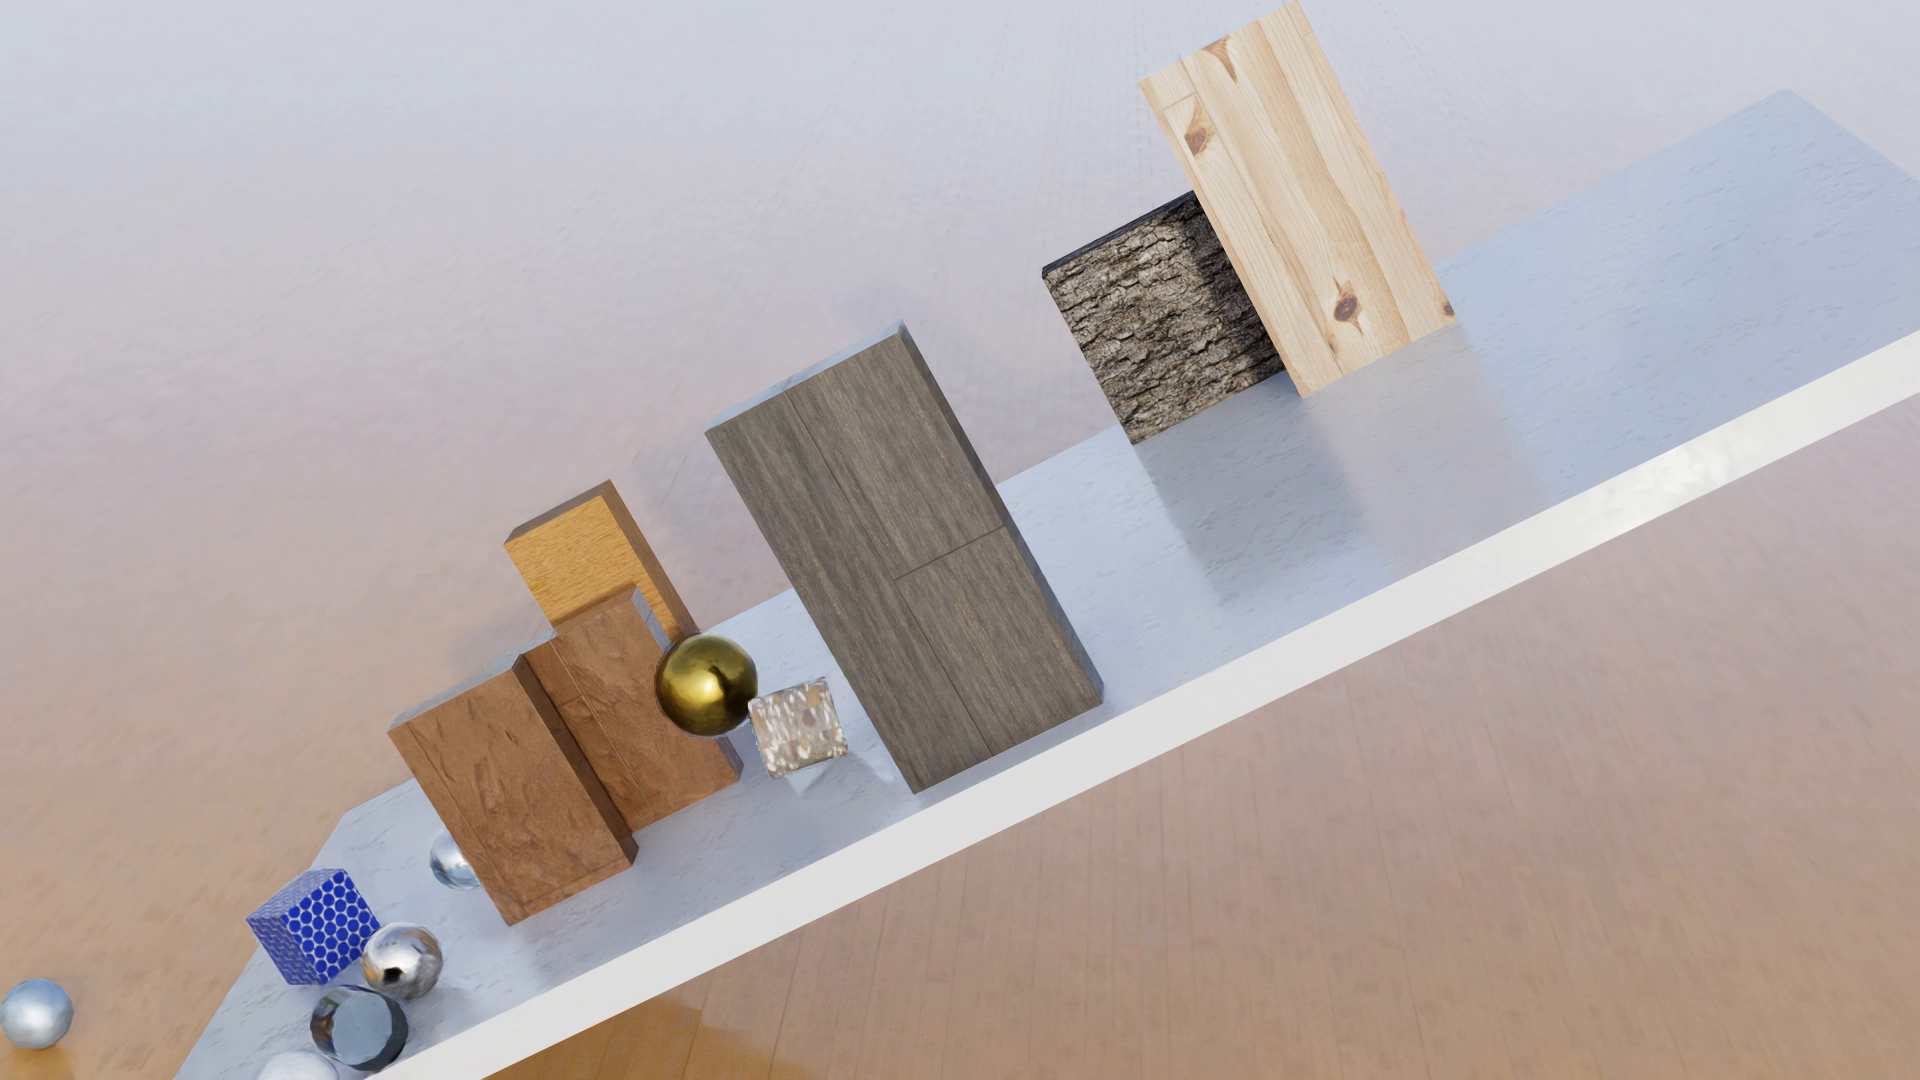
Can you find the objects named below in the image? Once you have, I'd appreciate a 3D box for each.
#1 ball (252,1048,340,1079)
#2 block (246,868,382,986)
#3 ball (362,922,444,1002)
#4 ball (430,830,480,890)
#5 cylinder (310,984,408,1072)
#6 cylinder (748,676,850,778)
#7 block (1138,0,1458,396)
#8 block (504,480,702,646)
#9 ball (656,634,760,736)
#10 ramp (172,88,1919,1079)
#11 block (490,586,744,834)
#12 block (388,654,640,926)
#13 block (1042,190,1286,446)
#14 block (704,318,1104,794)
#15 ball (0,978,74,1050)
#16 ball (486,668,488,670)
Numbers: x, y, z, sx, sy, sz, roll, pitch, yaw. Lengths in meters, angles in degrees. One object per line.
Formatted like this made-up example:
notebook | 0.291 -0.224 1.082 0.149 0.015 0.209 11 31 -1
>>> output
ball | -1.239 1.037 5.490 0.173 0.173 0.173 0 17 0
block | -1.396 0.839 6.376 0.178 0.178 0.178 -39 17 -35
ball | -1.109 0.838 5.849 0.159 0.159 0.159 0 17 0
ball | -1.079 0.687 6.367 0.137 0.137 0.137 0 17 0
cylinder | -1.149 0.932 5.621 0.147 0.147 0.147 -10 4 -28
cylinder | -0.323 0.373 5.867 0.162 0.162 0.162 -18 19 -3
block | 0.744 -0.753 6.470 0.383 0.795 0.097 -27 14 11
block | -0.753 0.184 6.570 0.251 0.582 0.122 -27 14 11
ball | -0.511 0.293 5.948 0.208 0.208 0.208 0 17 0
ramp | 0.141 0.167 6.282 4.000 0.100 2.000 -27 14 11
block | -0.713 0.372 6.111 0.344 0.447 0.088 -27 14 11
block | -0.900 0.507 5.943 0.293 0.477 0.094 -27 14 11
block | 0.479 -0.520 6.870 0.409 0.459 0.104 -27 14 11
block | -0.095 0.037 5.368 0.396 0.785 0.107 -27 14 11
ball | -2.049 1.052 6.526 0.155 0.155 0.155 0 17 0
ball | -1.124 0.405 7.320 0.199 0.199 0.199 0 17 0
